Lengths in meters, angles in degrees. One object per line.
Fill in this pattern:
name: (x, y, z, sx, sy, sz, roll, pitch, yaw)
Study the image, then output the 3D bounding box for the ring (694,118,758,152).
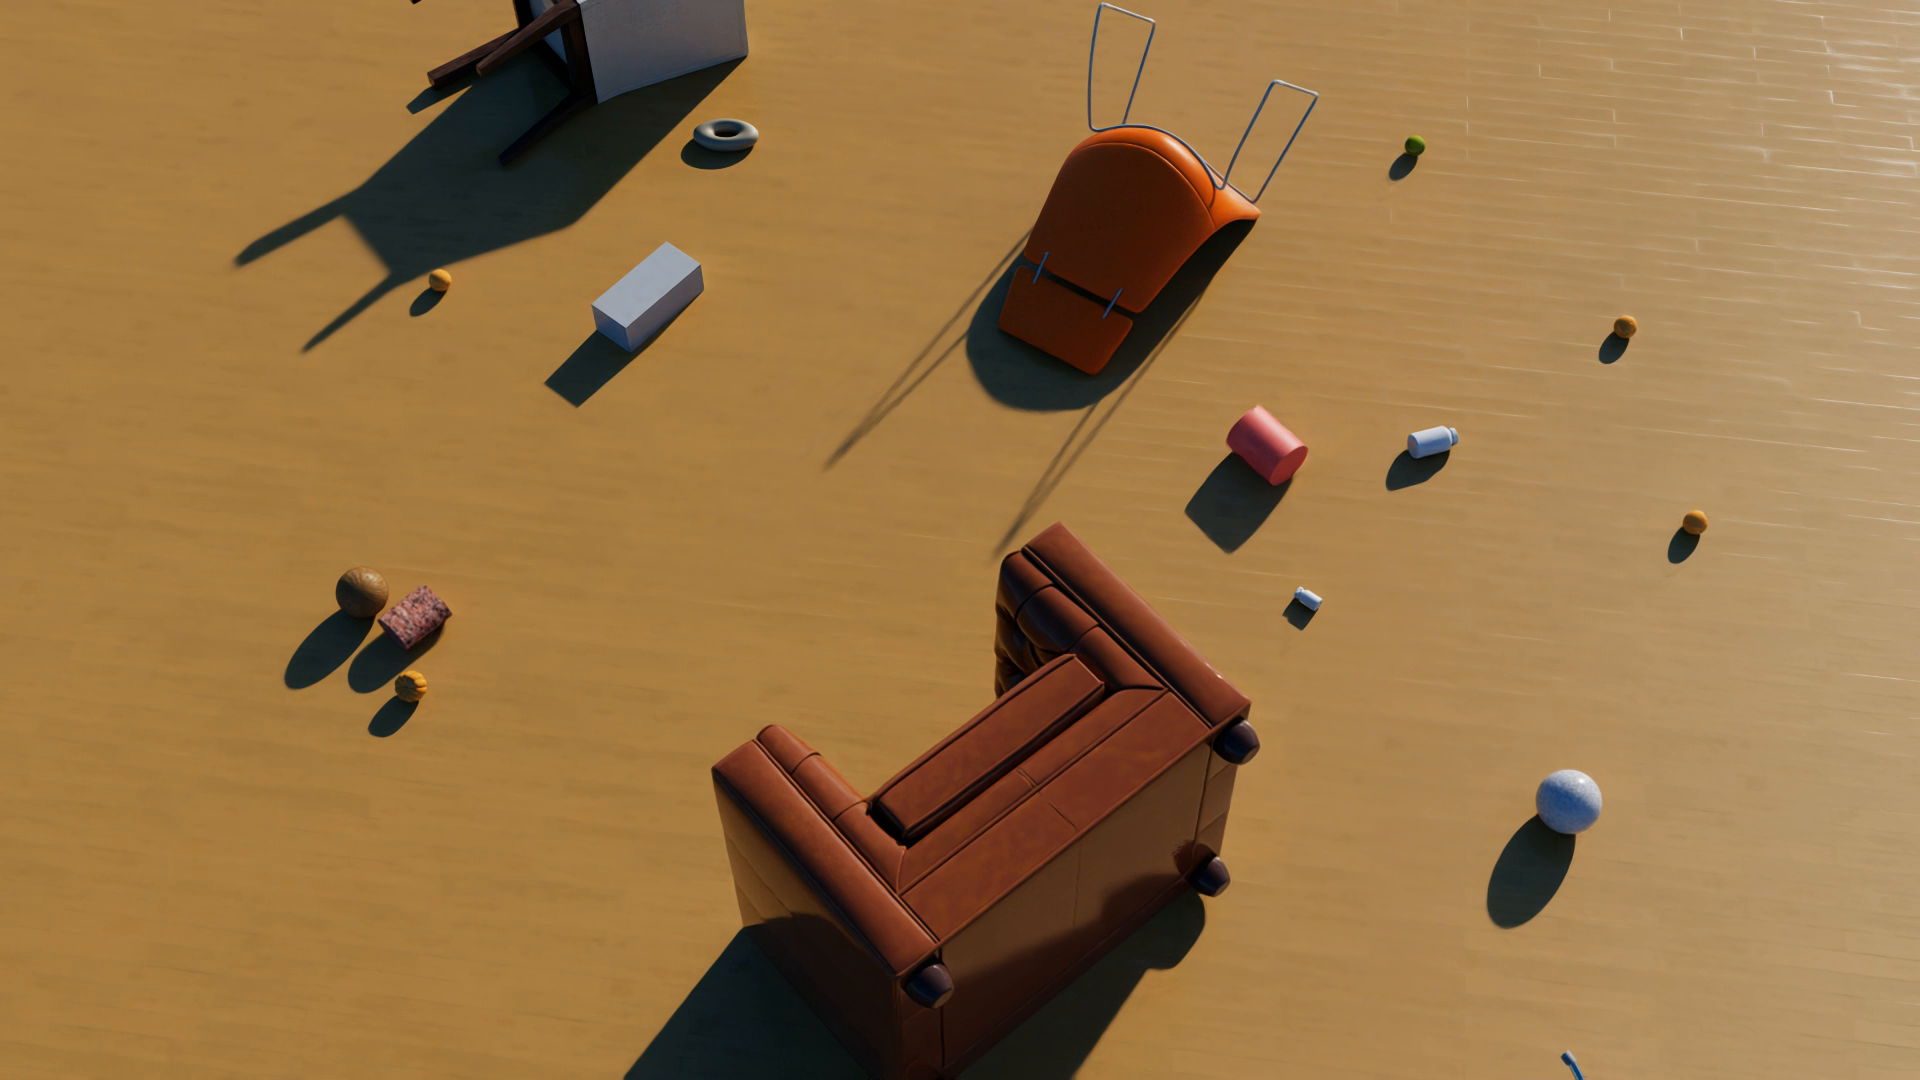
ring: (-0.795, -1.375, 7.466, 0.226, 0.052, 0.131, 3, 57, 2)

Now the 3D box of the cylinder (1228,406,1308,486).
cylinder: (0.933, -0.286, 6.674, 0.158, 0.152, 0.190, -27, 59, -32)

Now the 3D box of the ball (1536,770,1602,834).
ball: (1.658, 0.713, 5.989, 0.177, 0.177, 0.177, 0, 56, 0)

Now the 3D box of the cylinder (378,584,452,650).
cylinder: (-1.579, 0.225, 6.370, 0.138, 0.088, 0.163, 37, 64, 25)

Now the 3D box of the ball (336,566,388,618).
ball: (-1.735, 0.152, 6.382, 0.150, 0.150, 0.150, 0, 56, 0)

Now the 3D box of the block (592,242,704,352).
block: (-0.994, -0.776, 7.019, 0.152, 0.126, 0.340, 35, 63, 21)
